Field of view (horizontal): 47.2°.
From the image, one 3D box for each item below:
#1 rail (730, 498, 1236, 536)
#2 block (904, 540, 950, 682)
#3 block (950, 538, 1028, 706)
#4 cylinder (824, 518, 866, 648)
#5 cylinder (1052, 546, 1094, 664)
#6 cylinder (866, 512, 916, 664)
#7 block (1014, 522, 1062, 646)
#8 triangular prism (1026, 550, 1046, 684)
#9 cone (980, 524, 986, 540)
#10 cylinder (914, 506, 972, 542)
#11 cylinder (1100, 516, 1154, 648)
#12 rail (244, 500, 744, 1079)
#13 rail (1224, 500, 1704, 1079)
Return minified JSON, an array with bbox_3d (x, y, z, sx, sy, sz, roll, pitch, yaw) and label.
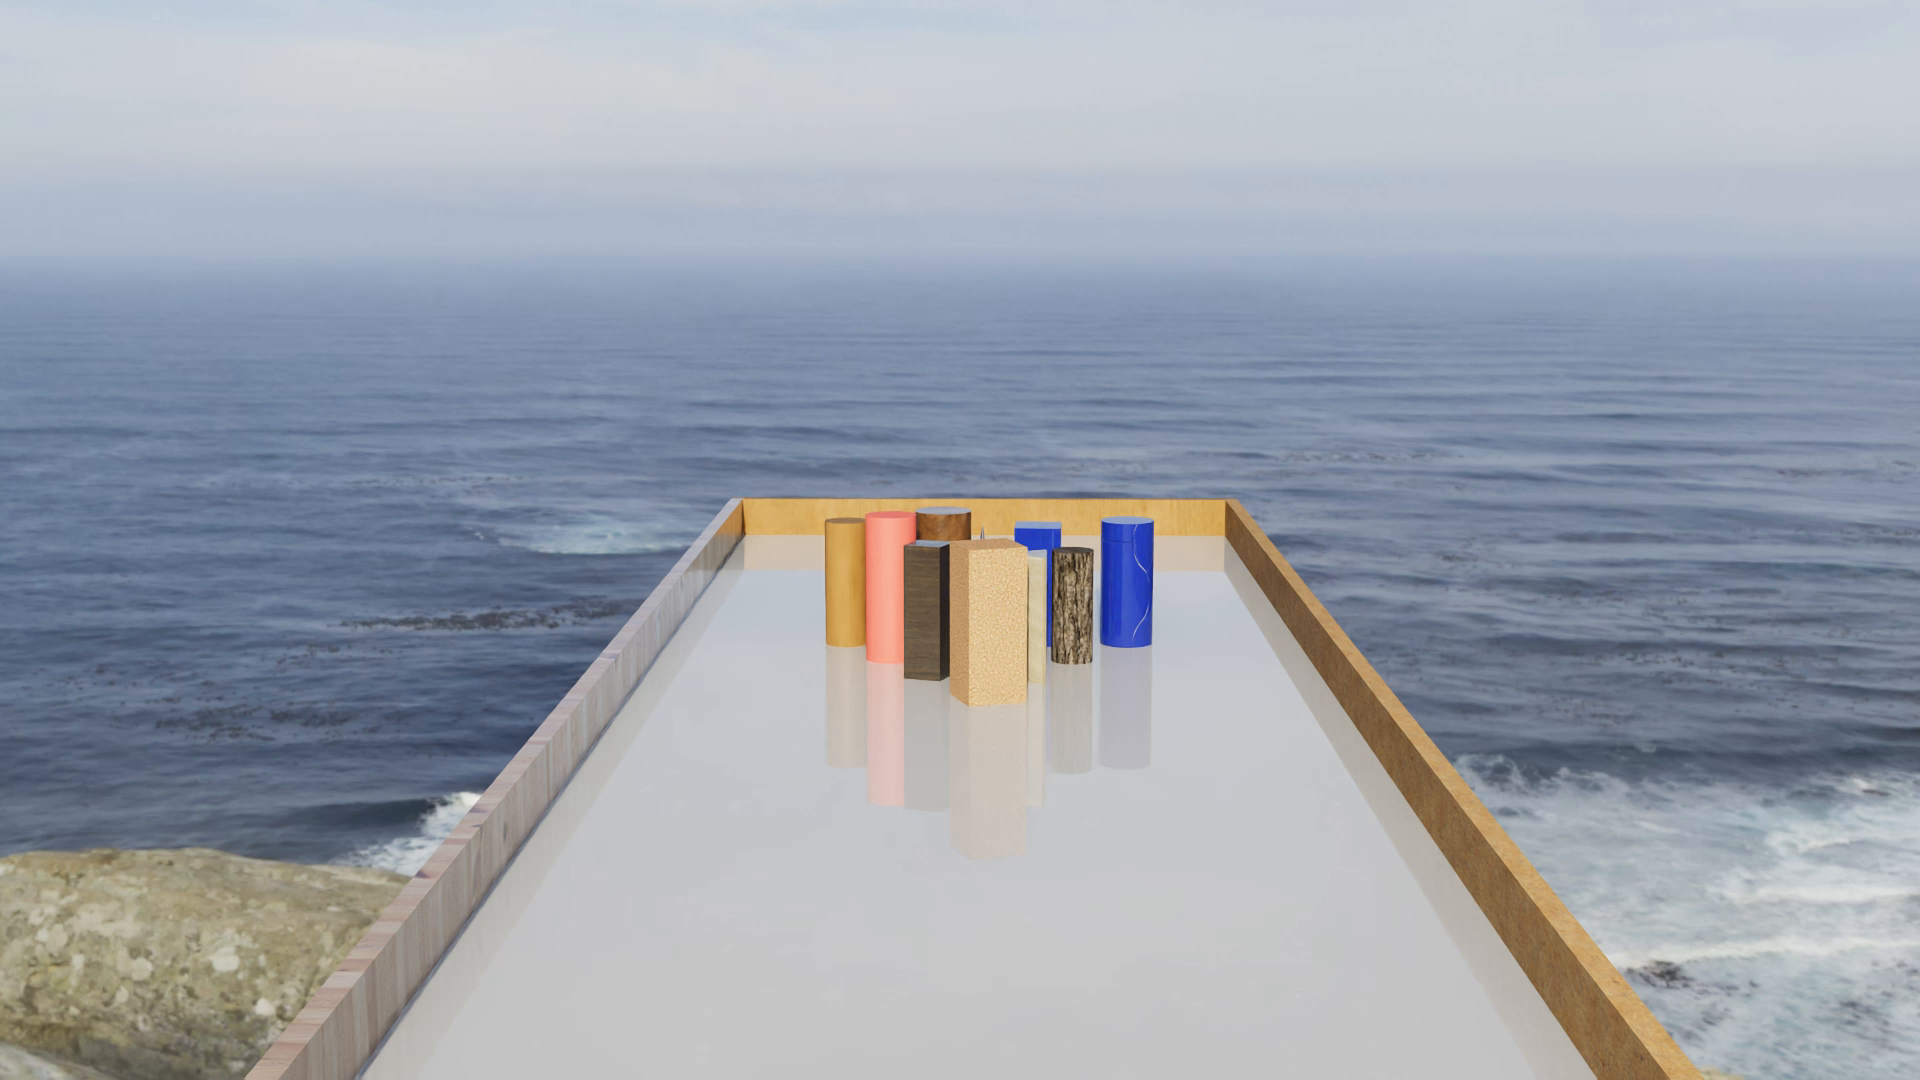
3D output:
[{"bbox_3d":[0.099,-0.098,9.147,2.100,0.150,0.050,0,9,1],"label":"rail"},{"bbox_3d":[-0.091,0.206,6.449,0.114,0.395,0.114,4,10,21],"label":"block"},{"bbox_3d":[0.079,0.228,6.164,0.170,0.440,0.170,-3,9,-18],"label":"block"},{"bbox_3d":[-0.356,0.132,6.927,0.137,0.391,0.137,0,9,0],"label":"cylinder"},{"bbox_3d":[0.341,0.198,6.671,0.126,0.340,0.126,0,9,0],"label":"cylinder"},{"bbox_3d":[-0.209,0.143,6.690,0.154,0.444,0.154,0,9,0],"label":"cylinder"},{"bbox_3d":[0.246,0.138,6.941,0.145,0.375,0.145,1,9,4],"label":"block"},{"bbox_3d":[0.218,0.220,6.436,0.144,0.371,0.125,6,11,33],"label":"triangular prism"},{"bbox_3d":[0.069,0.159,6.651,0.136,0.424,0.136,0,9,0],"label":"cone"},{"bbox_3d":[-0.053,0.114,6.954,0.178,0.419,0.178,0,9,0],"label":"cylinder"},{"bbox_3d":[0.526,0.131,6.932,0.167,0.391,0.167,0,9,0],"label":"cylinder"},{"bbox_3d":[-1.004,0.839,3.234,0.050,0.150,12.000,0,9,1],"label":"rail"},{"bbox_3d":[1.046,0.843,3.208,0.050,0.150,12.000,0,9,1],"label":"rail"}]
